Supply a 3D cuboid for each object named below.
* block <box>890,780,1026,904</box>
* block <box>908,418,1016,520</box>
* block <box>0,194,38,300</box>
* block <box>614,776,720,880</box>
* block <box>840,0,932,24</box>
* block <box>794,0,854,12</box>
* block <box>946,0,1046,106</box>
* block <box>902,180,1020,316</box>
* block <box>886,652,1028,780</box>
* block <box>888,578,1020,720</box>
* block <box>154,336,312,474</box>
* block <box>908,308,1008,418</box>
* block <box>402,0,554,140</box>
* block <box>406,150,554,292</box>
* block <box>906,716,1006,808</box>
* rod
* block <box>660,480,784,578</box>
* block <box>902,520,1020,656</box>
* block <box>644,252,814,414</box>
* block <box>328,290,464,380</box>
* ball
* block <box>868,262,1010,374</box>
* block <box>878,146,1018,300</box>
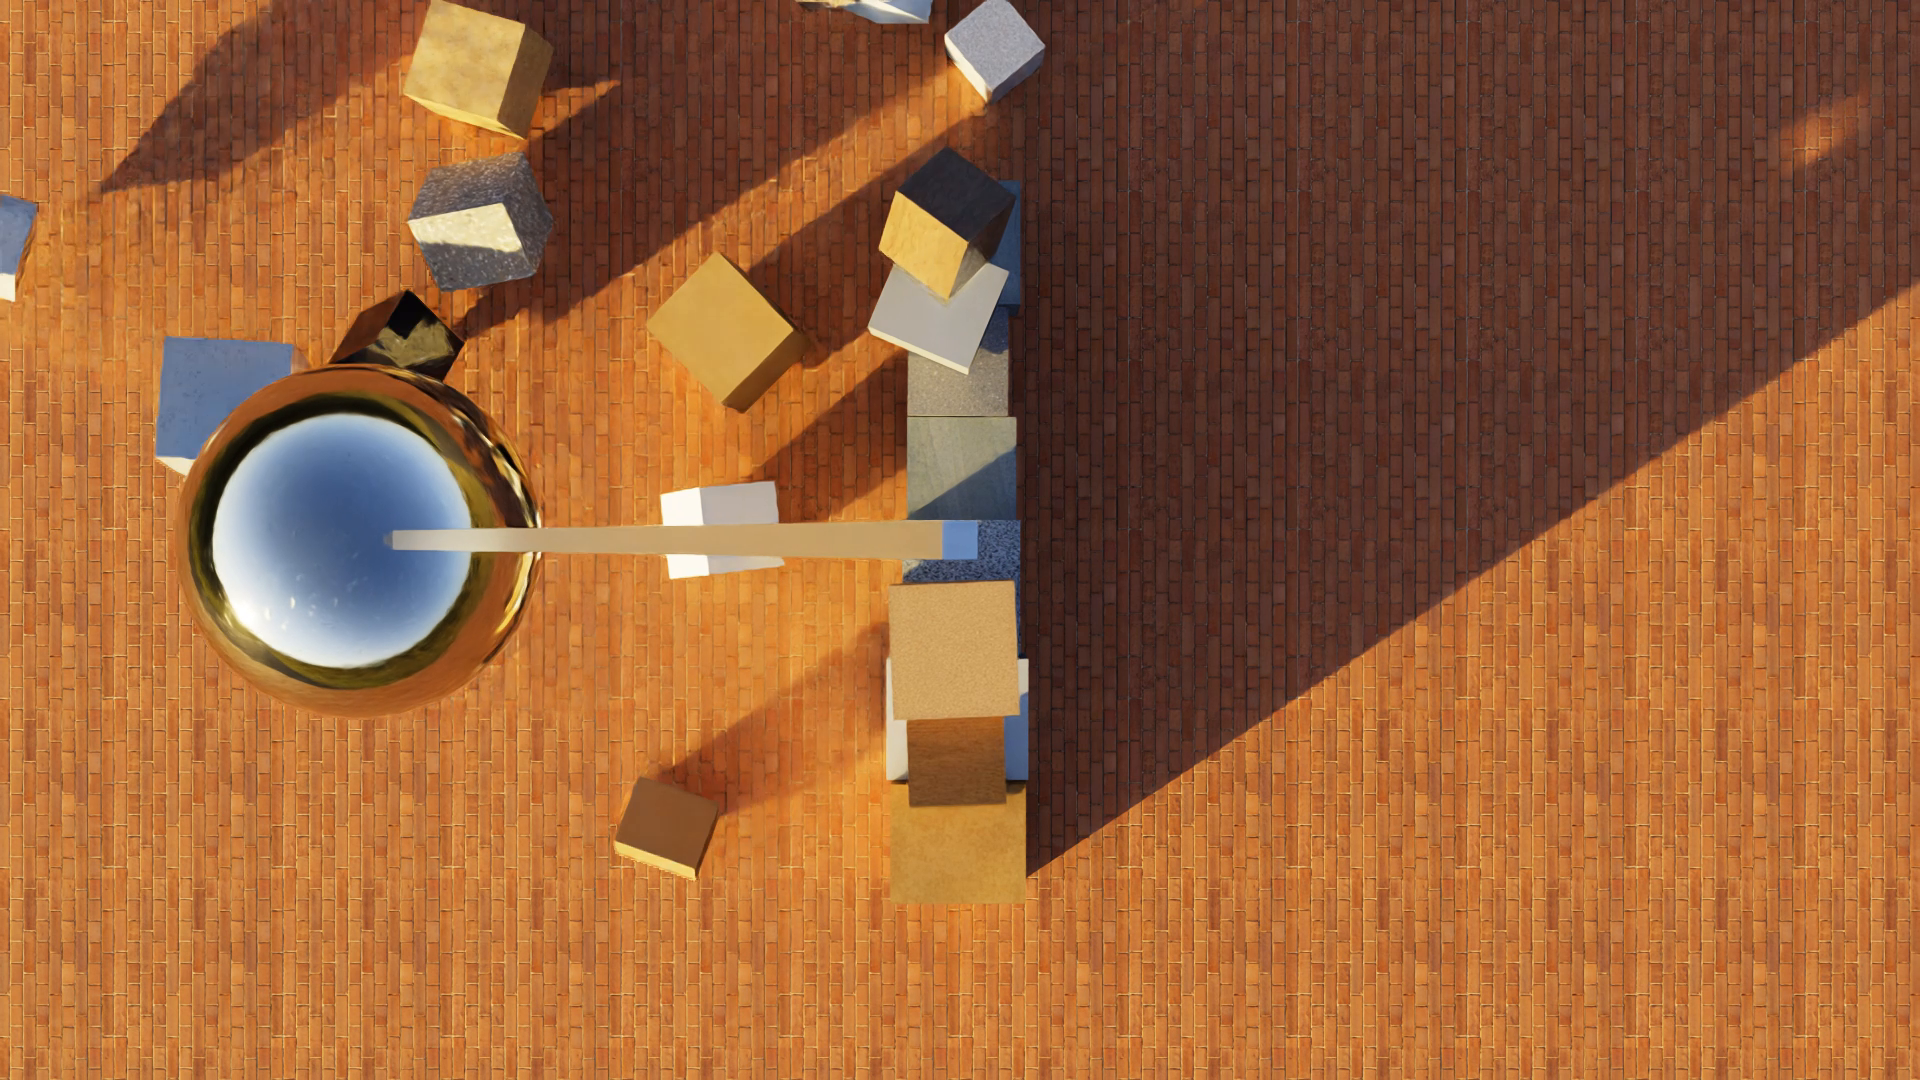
[{"bbox_3d":[-0.010,1.685,12.592,0.751,0.817,0.660,0,90,0],"label":"block"},{"bbox_3d":[0.010,-0.404,12.707,0.616,0.586,0.579,0,90,0],"label":"block"},{"bbox_3d":[-5.621,-1.719,12.577,0.530,0.494,0.450,16,74,-20],"label":"block"},{"bbox_3d":[-1.691,1.667,12.737,0.488,0.421,0.401,19,72,0],"label":"block"},{"bbox_3d":[-0.434,-3.250,12.708,0.394,0.431,0.410,10,90,41],"label":"block"},{"bbox_3d":[-0.796,-3.289,12.401,0.343,0.380,0.432,-1,68,38],"label":"block"},{"bbox_3d":[0.202,-2.848,12.766,0.398,0.467,0.418,-40,90,0],"label":"block"},{"bbox_3d":[0.007,-1.670,12.669,0.664,0.662,0.692,0,90,0],"label":"block"},{"bbox_3d":[-0.014,1.006,12.664,0.794,0.672,0.680,0,90,0],"label":"block"},{"bbox_3d":[-0.034,0.578,11.857,0.663,0.725,0.703,-2,90,0],"label":"block"},{"bbox_3d":[-4.112,-0.738,12.490,0.693,0.628,0.679,3,83,-6],"label":"block"},{"bbox_3d":[-0.010,-1.006,12.682,0.564,0.635,0.612,1,90,0],"label":"block"},{"bbox_3d":[-2.776,-2.717,12.711,0.584,0.497,0.568,17,90,9],"label":"block"},{"bbox_3d":[-2.732,-1.822,12.577,0.575,0.553,0.497,-9,130,12],"label":"block"},{"bbox_3d":[-0.018,1.203,11.931,0.516,0.542,0.473,-2,82,0],"label":"block"},{"bbox_3d":[-1.165,0.000,6.855,0.080,5.200,0.080,0,90,-27],"label":"rod"},{"bbox_3d":[-1.369,-0.057,12.648,0.475,0.536,0.490,-7,90,-31],"label":"block"},{"bbox_3d":[0.007,0.267,12.610,0.655,0.781,0.759,0,90,0],"label":"block"},{"bbox_3d":[-1.317,-1.183,12.636,0.585,0.639,0.629,-45,84,3],"label":"block"},{"bbox_3d":[-3.234,-1.059,12.606,0.455,0.457,0.459,-18,128,36],"label":"block"},{"bbox_3d":[-2.689,0.000,9.895,1.600,1.600,1.600,0,90,0],"label":"ball"},{"bbox_3d":[-0.116,-1.302,12.105,0.592,0.466,0.568,23,90,0],"label":"block"},{"bbox_3d":[-0.069,-1.675,11.630,0.472,0.487,0.447,37,57,10],"label":"block"}]
